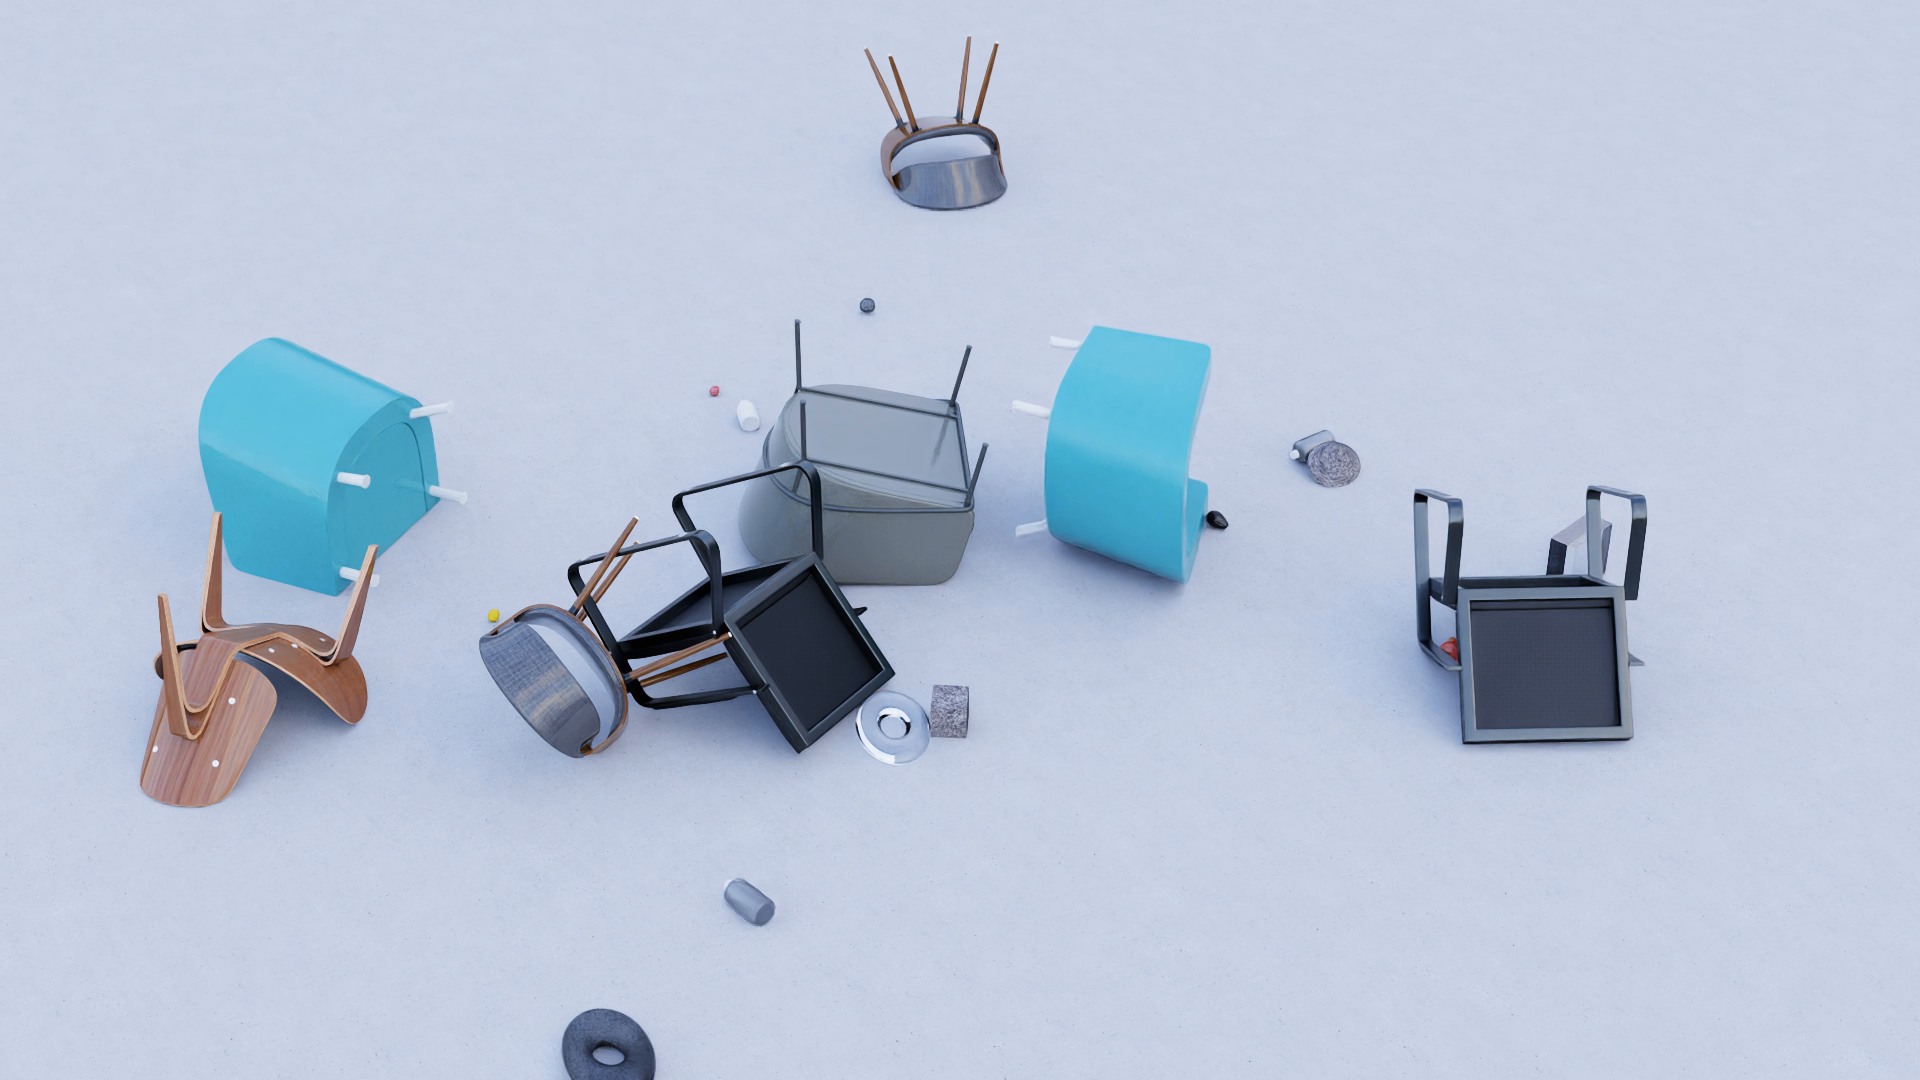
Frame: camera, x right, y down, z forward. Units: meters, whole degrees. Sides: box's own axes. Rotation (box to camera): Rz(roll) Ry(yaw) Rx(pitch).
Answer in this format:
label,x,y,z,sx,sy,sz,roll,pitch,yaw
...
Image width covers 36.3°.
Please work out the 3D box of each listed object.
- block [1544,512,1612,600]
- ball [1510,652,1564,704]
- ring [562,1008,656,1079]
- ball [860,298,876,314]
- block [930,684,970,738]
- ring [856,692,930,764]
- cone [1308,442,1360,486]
label,x,y,z,sx,sy,sz,roll,pitch,yaw
block,2.246,0.060,10.650,0.105,0.224,0.236,28,43,36
ball,1.981,0.474,10.061,0.182,0.182,0.182,0,33,0
ring,-1.027,1.506,8.567,0.262,0.104,0.375,-13,36,-21
ball,-0.390,-0.990,12.385,0.067,0.067,0.067,0,33,0
block,-0.034,0.582,9.951,0.122,0.121,0.135,2,33,3
ring,-0.226,0.634,9.917,0.258,0.053,0.363,4,38,-8
cone,1.454,-0.326,11.283,0.204,0.105,0.244,28,51,11
